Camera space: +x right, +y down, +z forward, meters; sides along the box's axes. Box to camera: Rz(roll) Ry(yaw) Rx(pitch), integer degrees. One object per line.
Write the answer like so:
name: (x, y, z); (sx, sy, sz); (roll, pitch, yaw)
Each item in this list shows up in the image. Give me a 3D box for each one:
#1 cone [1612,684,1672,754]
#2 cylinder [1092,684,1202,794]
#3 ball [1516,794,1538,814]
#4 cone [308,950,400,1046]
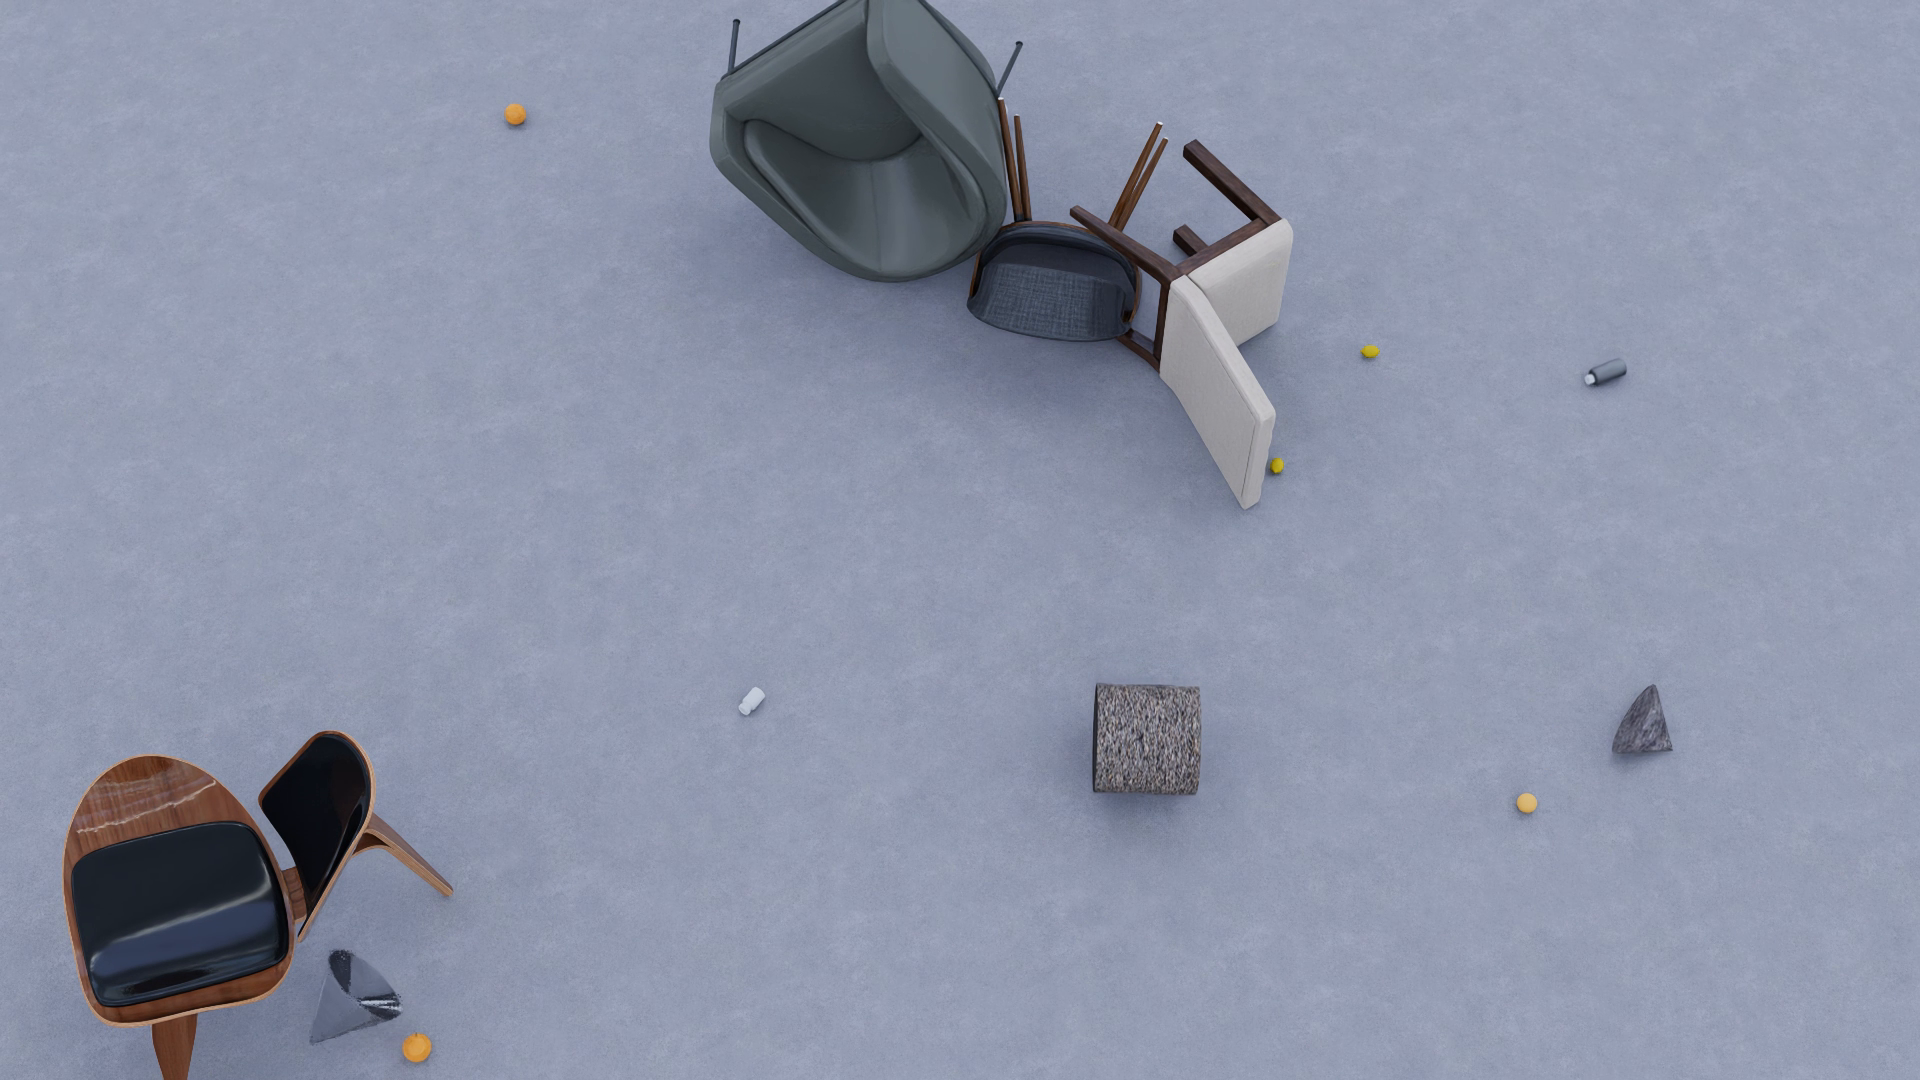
cone: (1.947, 0.547, 6.171); (0.145, 0.130, 0.260); (39, 59, -4)
cylinder: (0.509, 0.545, 6.030); (0.278, 0.297, 0.296); (2, 30, 1)
ball: (1.561, 0.724, 6.055); (0.055, 0.055, 0.055); (0, 56, 0)
cone: (-1.612, 1.229, 5.687); (0.223, 0.230, 0.248); (-47, 43, 4)
